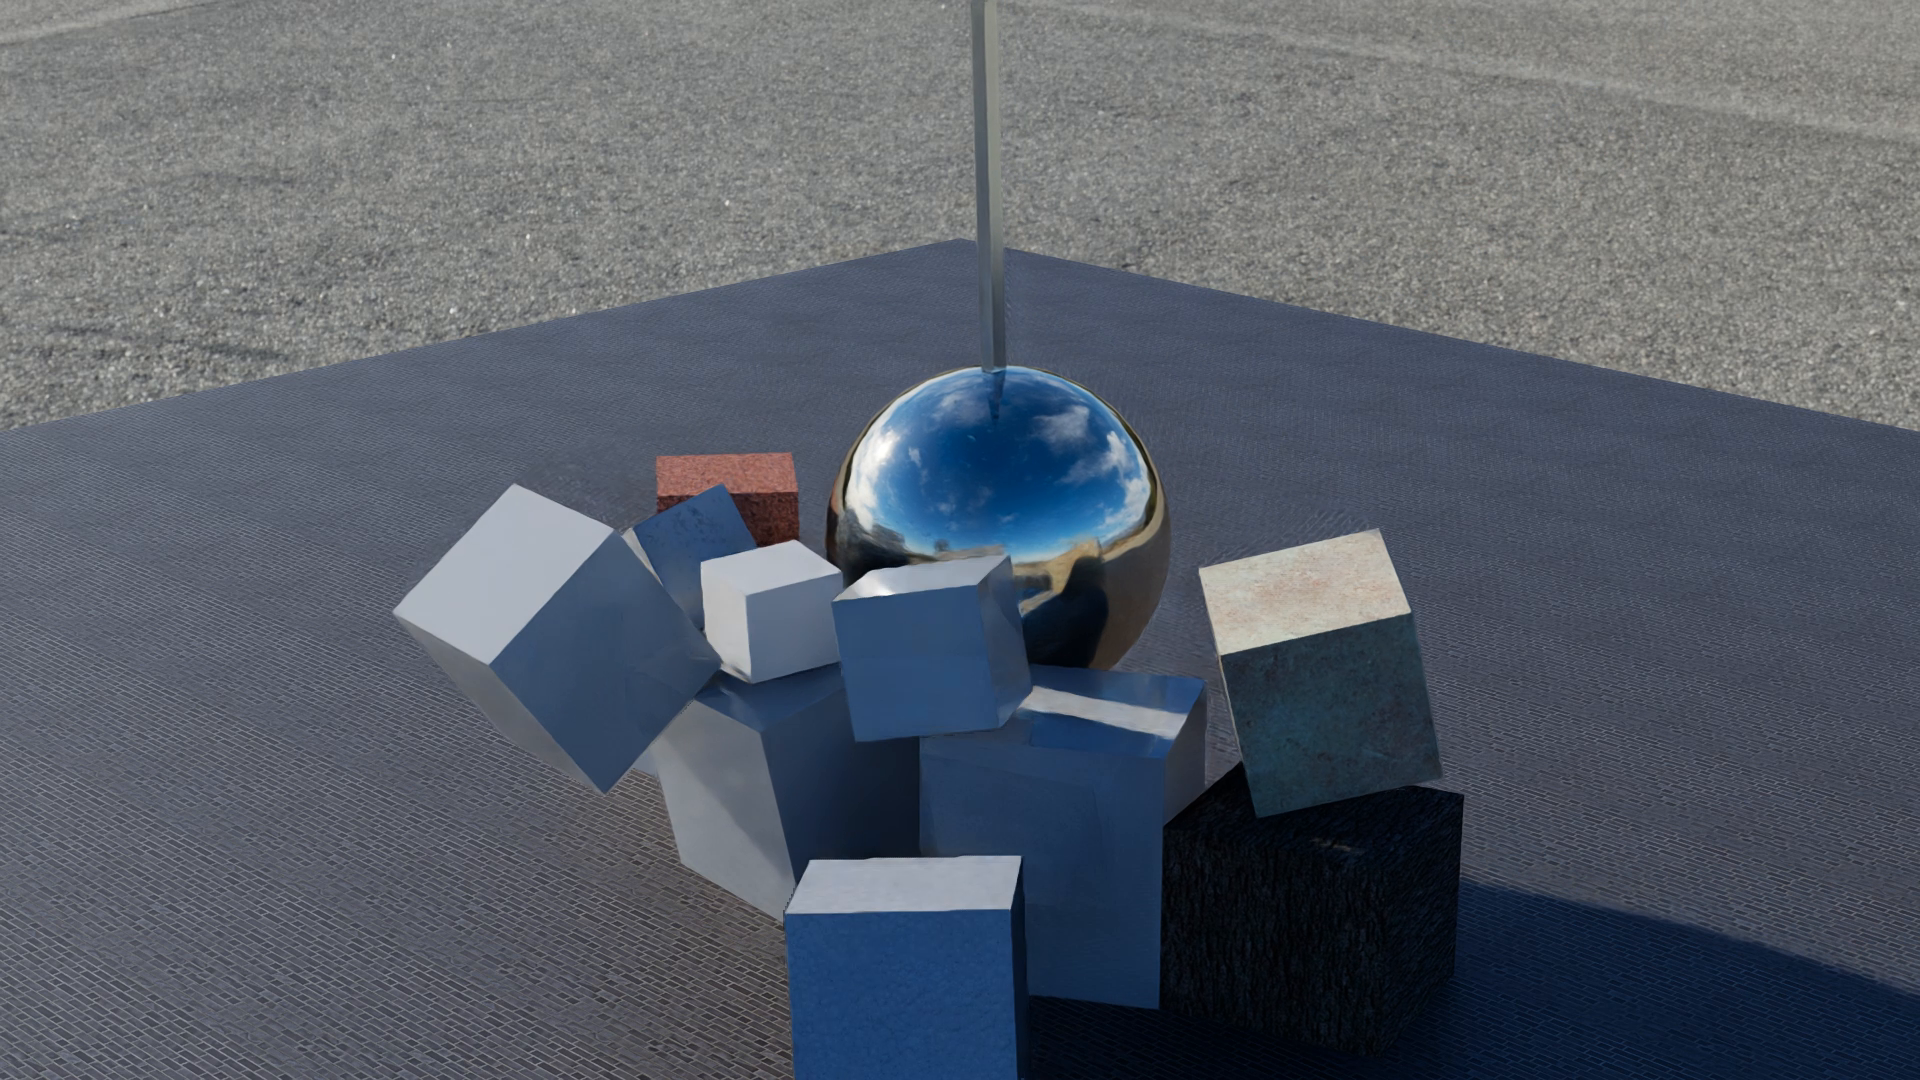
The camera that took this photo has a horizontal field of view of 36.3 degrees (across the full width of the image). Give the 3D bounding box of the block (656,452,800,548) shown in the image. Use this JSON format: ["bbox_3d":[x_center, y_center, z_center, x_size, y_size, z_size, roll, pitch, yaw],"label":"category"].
[{"bbox_3d":[-1.148,-0.024,14.481,0.675,0.632,0.702,-2,18,-6],"label":"block"}]

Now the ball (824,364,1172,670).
[{"bbox_3d":[0.176,-0.015,13.521,1.600,1.600,1.600,0,17,0],"label":"ball"}]

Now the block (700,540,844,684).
[{"bbox_3d":[-0.814,0.309,12.840,0.467,0.412,0.466,-14,24,-26],"label":"block"}]

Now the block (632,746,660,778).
[{"bbox_3d":[-1.365,0.599,14.995,0.997,0.866,0.914,-16,24,-42],"label":"block"}]

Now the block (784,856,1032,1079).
[{"bbox_3d":[-0.181,1.729,11.147,0.831,0.875,0.713,-2,10,5],"label":"block"}]

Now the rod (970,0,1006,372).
[{"bbox_3d":[0.076,-3.226,12.408,0.080,5.200,0.080,17,26,42],"label":"rod"}]

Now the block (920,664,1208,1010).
[{"bbox_3d":[0.451,1.236,12.543,1.027,1.119,0.951,5,18,14],"label":"block"}]

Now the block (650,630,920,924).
[{"bbox_3d":[-0.724,0.979,13.196,0.892,1.045,1.023,-27,29,-30],"label":"block"}]

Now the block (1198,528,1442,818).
[{"bbox_3d":[1.487,0.545,12.172,0.776,0.771,0.814,-13,24,4],"label":"block"}]

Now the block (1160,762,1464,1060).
[{"bbox_3d":[1.465,1.504,12.194,0.967,0.819,0.900,9,20,27],"label":"block"}]

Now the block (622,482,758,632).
[{"bbox_3d":[-1.247,0.148,13.481,0.493,0.549,0.552,-27,-3,-26],"label":"block"}]

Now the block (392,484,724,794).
[{"bbox_3d":[-1.747,0.421,12.757,0.782,0.887,0.847,-49,38,-17],"label":"block"}]

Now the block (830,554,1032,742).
[{"bbox_3d":[-0.108,0.441,12.101,0.613,0.592,0.603,-7,10,15],"label":"block"}]
